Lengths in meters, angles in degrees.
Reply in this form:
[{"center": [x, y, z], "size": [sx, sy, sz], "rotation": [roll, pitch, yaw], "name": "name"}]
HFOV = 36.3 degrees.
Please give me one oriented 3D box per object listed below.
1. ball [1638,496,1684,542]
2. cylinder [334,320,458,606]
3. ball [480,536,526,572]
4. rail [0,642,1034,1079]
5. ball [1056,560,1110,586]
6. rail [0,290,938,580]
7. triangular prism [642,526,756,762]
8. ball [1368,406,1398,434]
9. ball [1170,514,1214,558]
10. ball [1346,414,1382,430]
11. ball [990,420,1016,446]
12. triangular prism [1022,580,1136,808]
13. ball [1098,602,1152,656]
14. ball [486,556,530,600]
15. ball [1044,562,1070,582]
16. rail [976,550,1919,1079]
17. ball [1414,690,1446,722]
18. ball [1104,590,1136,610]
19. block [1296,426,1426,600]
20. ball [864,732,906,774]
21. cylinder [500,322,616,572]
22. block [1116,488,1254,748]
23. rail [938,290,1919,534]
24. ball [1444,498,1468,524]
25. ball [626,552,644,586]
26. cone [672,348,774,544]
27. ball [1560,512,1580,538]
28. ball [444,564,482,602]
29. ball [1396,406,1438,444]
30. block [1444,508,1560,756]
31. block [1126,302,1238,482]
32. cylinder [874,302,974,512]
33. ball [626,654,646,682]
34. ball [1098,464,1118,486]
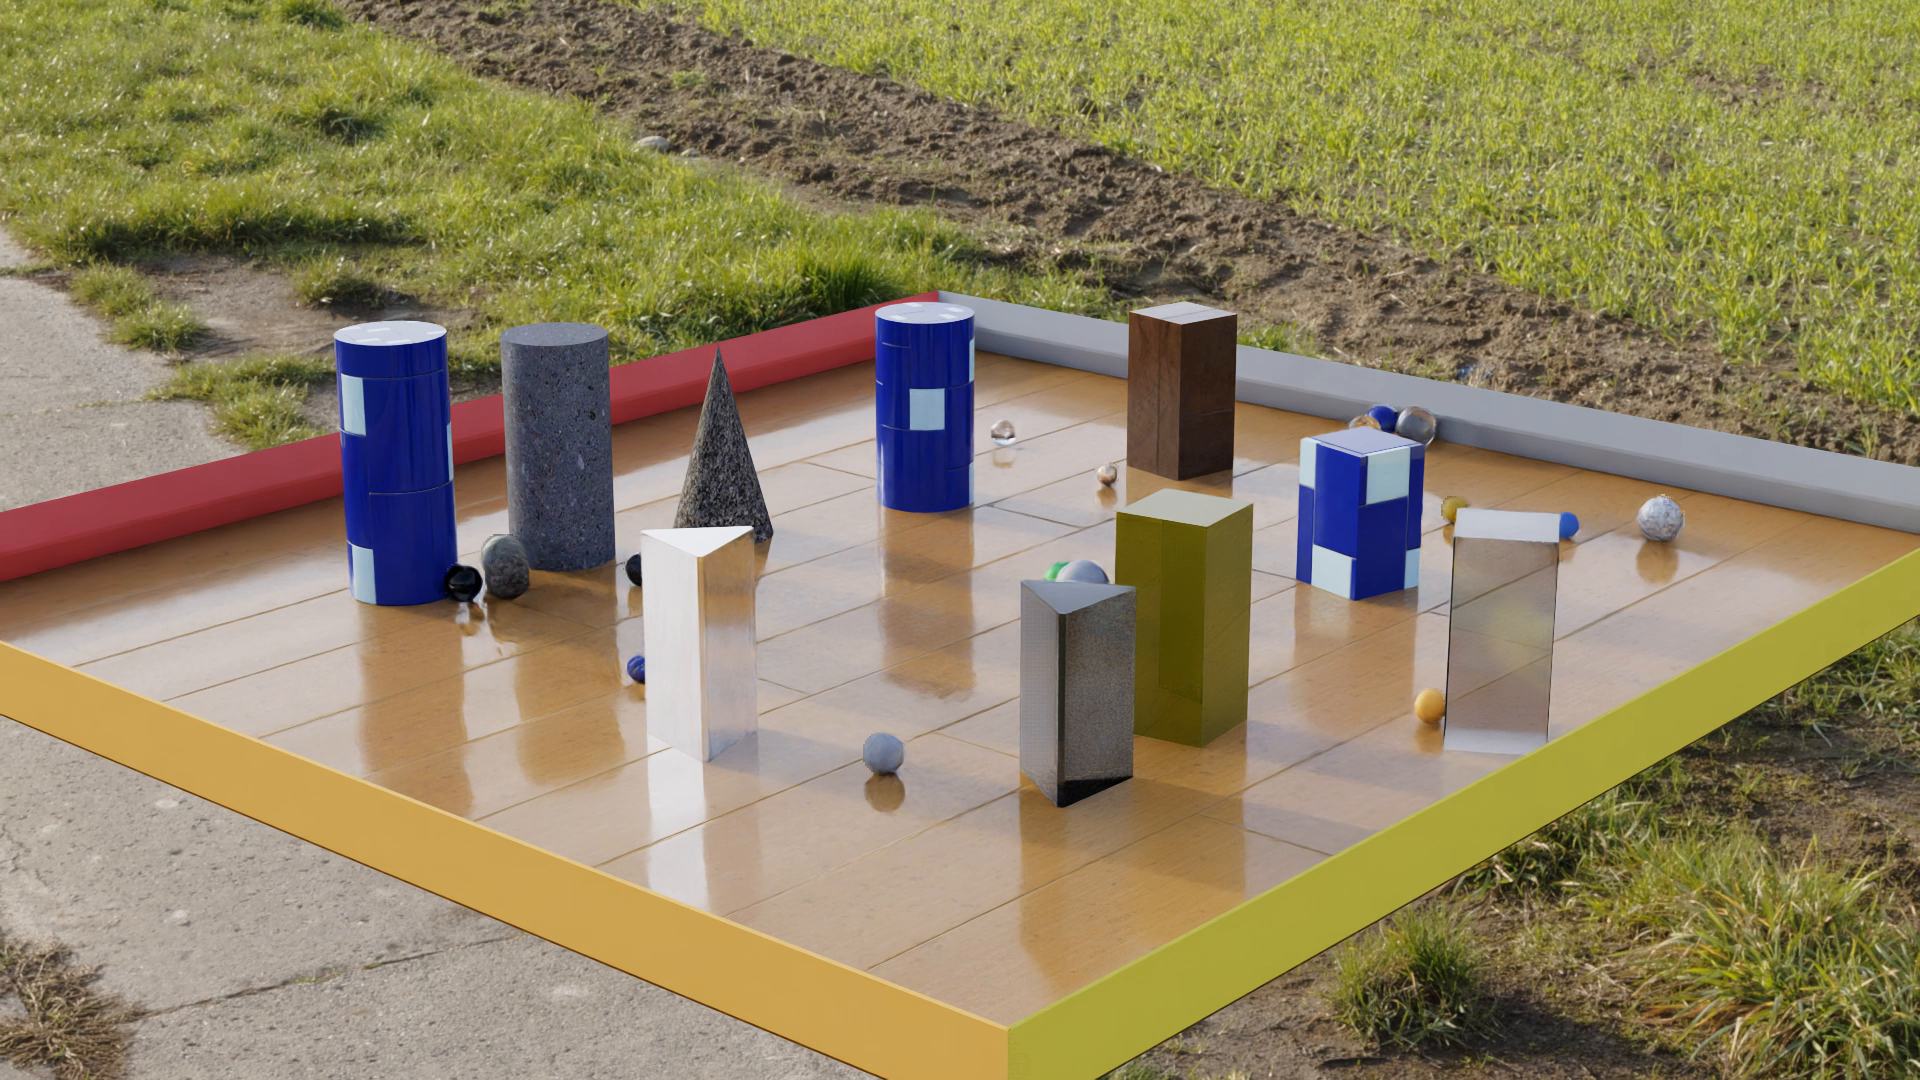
[{"center": [1.296, -0.039, 5.427], "size": [0.082, 0.082, 0.082], "rotation": [0, 17, 0], "name": "ball"}, {"center": [-0.975, -0.134, 5.086], "size": [0.190, 0.461, 0.190], "rotation": [0, 17, 0], "name": "cylinder"}, {"center": [-0.808, 0.033, 5.192], "size": [0.081, 0.081, 0.081], "rotation": [0, 17, 0], "name": "ball"}, {"center": [-0.932, 0.341, 4.093], "size": [2.649, 0.124, 0.045], "rotation": [14, 22, 39], "name": "rail"}, {"center": [0.208, 0.082, 5.005], "size": [0.095, 0.095, 0.095], "rotation": [0, 17, 0], "name": "ball"}, {"center": [-0.982, -0.216, 5.937], "size": [0.045, 0.124, 2.891], "rotation": [14, 22, 39], "name": "rail"}, {"center": [-0.369, 0.146, 4.404], "size": [0.143, 0.320, 0.165], "rotation": [-12, 21, -35], "name": "triangular prism"}, {"center": [0.882, -0.245, 6.132], "size": [0.070, 0.070, 0.070], "rotation": [0, 17, 0], "name": "ball"}, {"center": [0.420, -0.007, 5.325], "size": [0.080, 0.080, 0.080], "rotation": [0, 17, 0], "name": "ball"}, {"center": [0.834, -0.222, 6.048], "size": [0.073, 0.073, 0.073], "rotation": [0, 17, 0], "name": "ball"}, {"center": [0.090, -0.222, 6.081], "size": [0.054, 0.054, 0.054], "rotation": [0, 17, 0], "name": "ball"}, {"center": [0.144, 0.211, 4.240], "size": [0.143, 0.291, 0.165], "rotation": [14, 22, 40], "name": "triangular prism"}, {"center": [0.270, 0.146, 4.805], "size": [0.089, 0.089, 0.089], "rotation": [0, 17, 0], "name": "ball"}, {"center": [-0.786, 0.065, 5.092], "size": [0.077, 0.077, 0.077], "rotation": [0, 17, 0], "name": "ball"}, {"center": [0.180, 0.072, 5.083], "size": [0.069, 0.069, 0.069], "rotation": [0, 17, 0], "name": "ball"}, {"center": [0.982, 0.278, 4.304], "size": [0.045, 0.124, 2.891], "rotation": [14, 22, 39], "name": "rail"}, {"center": [0.724, 0.256, 4.509], "size": [0.049, 0.049, 0.049], "rotation": [0, 17, 0], "name": "ball"}, {"center": [0.271, 0.114, 4.964], "size": [0.057, 0.057, 0.057], "rotation": [0, 17, 0], "name": "ball"}, {"center": [0.703, -0.049, 5.155], "size": [0.152, 0.258, 0.152], "rotation": [-12, 20, -34], "name": "block"}, {"center": [-0.110, 0.313, 4.302], "size": [0.059, 0.059, 0.059], "rotation": [0, 17, 0], "name": "ball"}, {"center": [-0.723, -0.169, 5.285], "size": [0.190, 0.414, 0.190], "rotation": [0, 17, 0], "name": "cylinder"}, {"center": [0.338, 0.117, 4.454], "size": [0.152, 0.347, 0.152], "rotation": [10, 20, 31], "name": "block"}, {"center": [0.932, -0.279, 6.148], "size": [2.649, 0.124, 0.045], "rotation": [14, 22, 39], "name": "rail"}, {"center": [0.938, -0.056, 5.542], "size": [0.049, 0.049, 0.049], "rotation": [0, 17, 0], "name": "ball"}, {"center": [-0.560, 0.052, 5.168], "size": [0.059, 0.059, 0.059], "rotation": [0, 17, 0], "name": "ball"}, {"center": [-0.444, -0.186, 5.430], "size": [0.190, 0.362, 0.190], "rotation": [0, 17, 0], "name": "cone"}, {"center": [1.126, -0.028, 5.450], "size": [0.048, 0.048, 0.048], "rotation": [0, 17, 0], "name": "ball"}, {"center": [-0.860, 0.074, 5.082], "size": [0.065, 0.065, 0.065], "rotation": [0, 17, 0], "name": "ball"}, {"center": [0.944, -0.234, 6.066], "size": [0.086, 0.086, 0.086], "rotation": [0, 17, 0], "name": "ball"}, {"center": [0.815, 0.137, 4.410], "size": [0.152, 0.333, 0.152], "rotation": [3, 17, 11], "name": "block"}, {"center": [0.444, -0.300, 5.882], "size": [0.152, 0.319, 0.152], "rotation": [-13, 21, -37], "name": "block"}, {"center": [-0.067, -0.257, 5.652], "size": [0.190, 0.370, 0.190], "rotation": [0, 17, 0], "name": "cylinder"}, {"center": [-0.511, 0.205, 4.689], "size": [0.043, 0.043, 0.043], "rotation": [0, 17, 0], "name": "ball"}, {"center": [0.291, -0.128, 5.793], "size": [0.041, 0.041, 0.041], "rotation": [0, 17, 0], "name": "ball"}]
